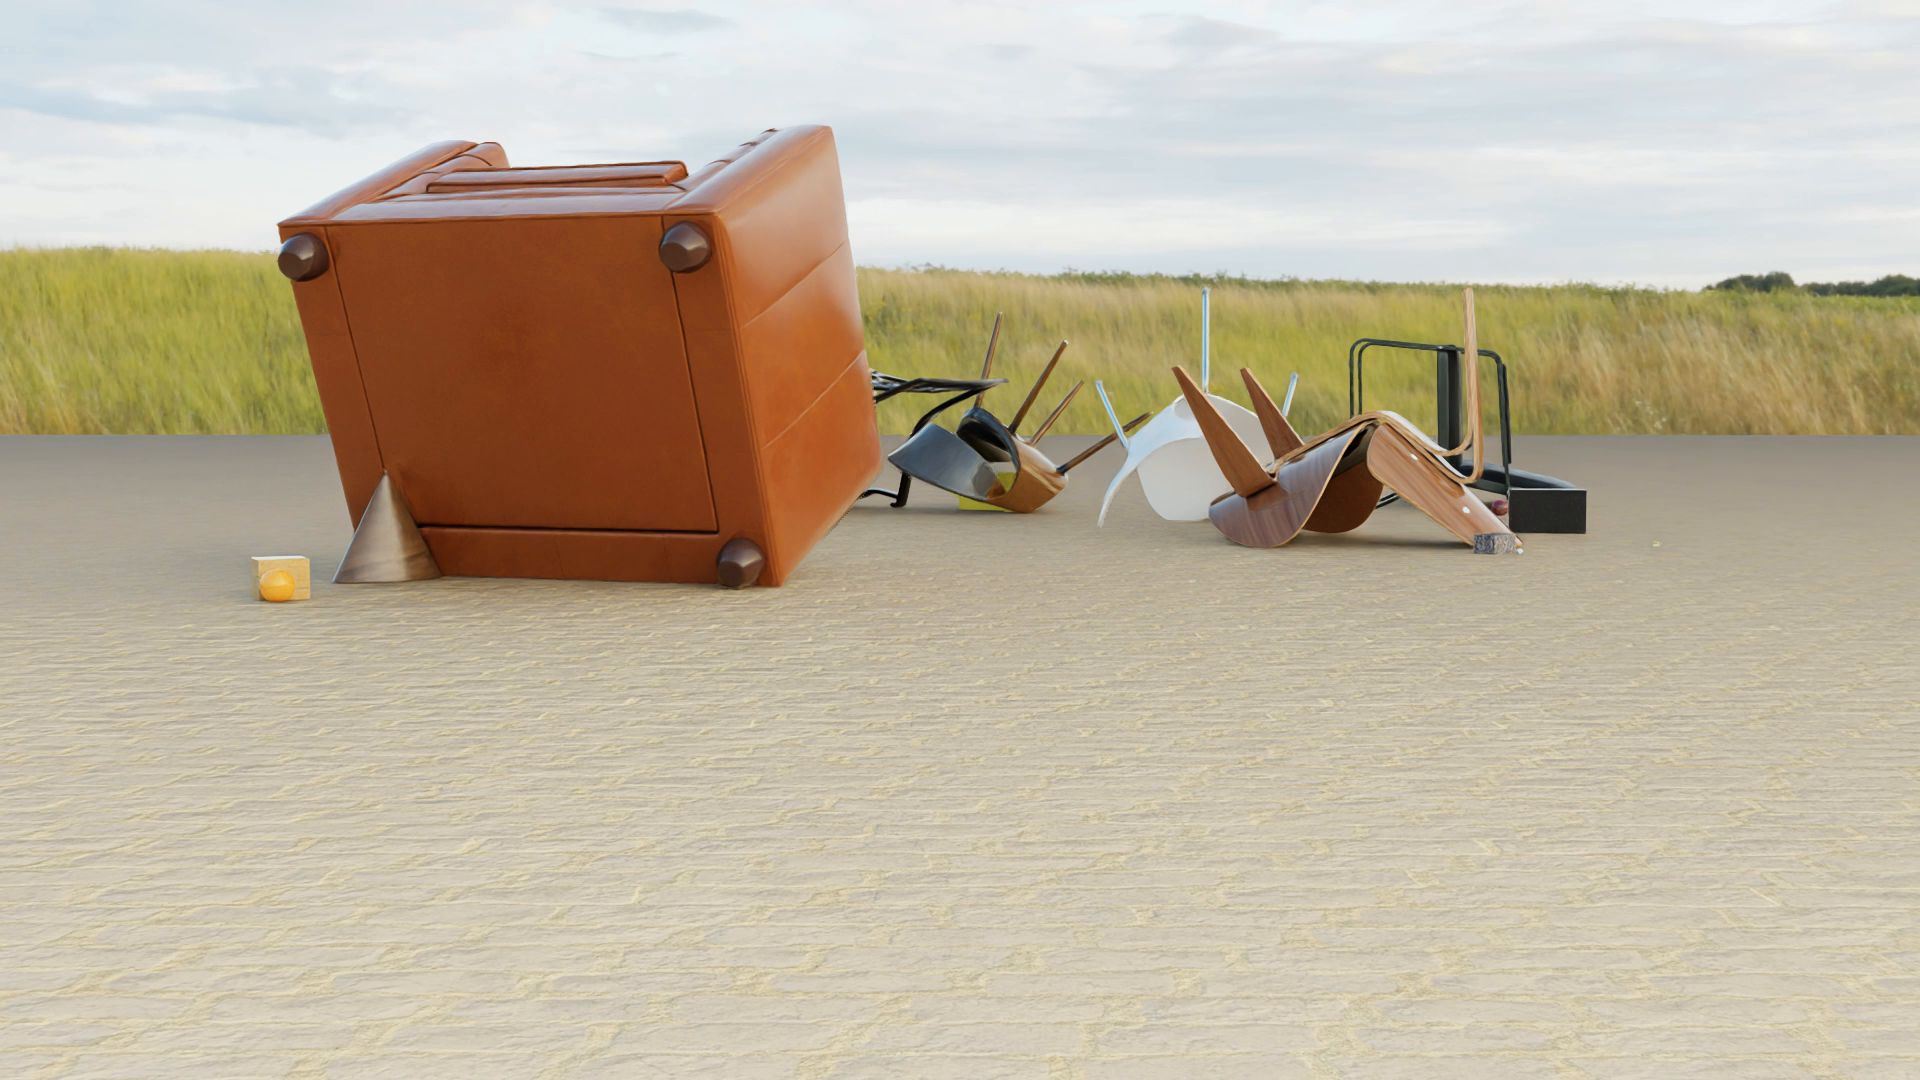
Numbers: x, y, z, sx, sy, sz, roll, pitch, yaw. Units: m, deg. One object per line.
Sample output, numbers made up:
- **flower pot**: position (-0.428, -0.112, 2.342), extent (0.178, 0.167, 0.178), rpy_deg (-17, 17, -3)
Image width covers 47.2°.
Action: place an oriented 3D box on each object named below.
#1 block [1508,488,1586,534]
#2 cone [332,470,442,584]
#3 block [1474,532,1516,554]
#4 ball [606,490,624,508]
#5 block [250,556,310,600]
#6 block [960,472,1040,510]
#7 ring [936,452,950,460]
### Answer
- **block**: position (1.837, -0.091, 6.882), extent (0.232, 0.135, 0.080), rpy_deg (1, 4, 12)
- **cone**: position (-1.343, -0.037, 5.155), extent (0.275, 0.265, 0.125), rpy_deg (-3, 5, -39)
- **block**: position (1.465, 0.010, 6.028), extent (0.062, 0.051, 0.118), rpy_deg (3, 5, 41)
- **ball**: position (-1.309, -0.157, 8.344), extent (0.068, 0.068, 0.068), rpy_deg (0, 4, 0)
- **block**: position (-1.464, 0.082, 4.735), extent (0.105, 0.085, 0.103), rpy_deg (-2, 4, -27)
- **block**: position (0.147, -0.184, 8.232), extent (0.252, 0.136, 0.165), rpy_deg (2, 5, 30)
- **ring**: position (-0.095, -0.461, 12.138), extent (0.072, 0.033, 0.066), rpy_deg (-14, -12, 4)
